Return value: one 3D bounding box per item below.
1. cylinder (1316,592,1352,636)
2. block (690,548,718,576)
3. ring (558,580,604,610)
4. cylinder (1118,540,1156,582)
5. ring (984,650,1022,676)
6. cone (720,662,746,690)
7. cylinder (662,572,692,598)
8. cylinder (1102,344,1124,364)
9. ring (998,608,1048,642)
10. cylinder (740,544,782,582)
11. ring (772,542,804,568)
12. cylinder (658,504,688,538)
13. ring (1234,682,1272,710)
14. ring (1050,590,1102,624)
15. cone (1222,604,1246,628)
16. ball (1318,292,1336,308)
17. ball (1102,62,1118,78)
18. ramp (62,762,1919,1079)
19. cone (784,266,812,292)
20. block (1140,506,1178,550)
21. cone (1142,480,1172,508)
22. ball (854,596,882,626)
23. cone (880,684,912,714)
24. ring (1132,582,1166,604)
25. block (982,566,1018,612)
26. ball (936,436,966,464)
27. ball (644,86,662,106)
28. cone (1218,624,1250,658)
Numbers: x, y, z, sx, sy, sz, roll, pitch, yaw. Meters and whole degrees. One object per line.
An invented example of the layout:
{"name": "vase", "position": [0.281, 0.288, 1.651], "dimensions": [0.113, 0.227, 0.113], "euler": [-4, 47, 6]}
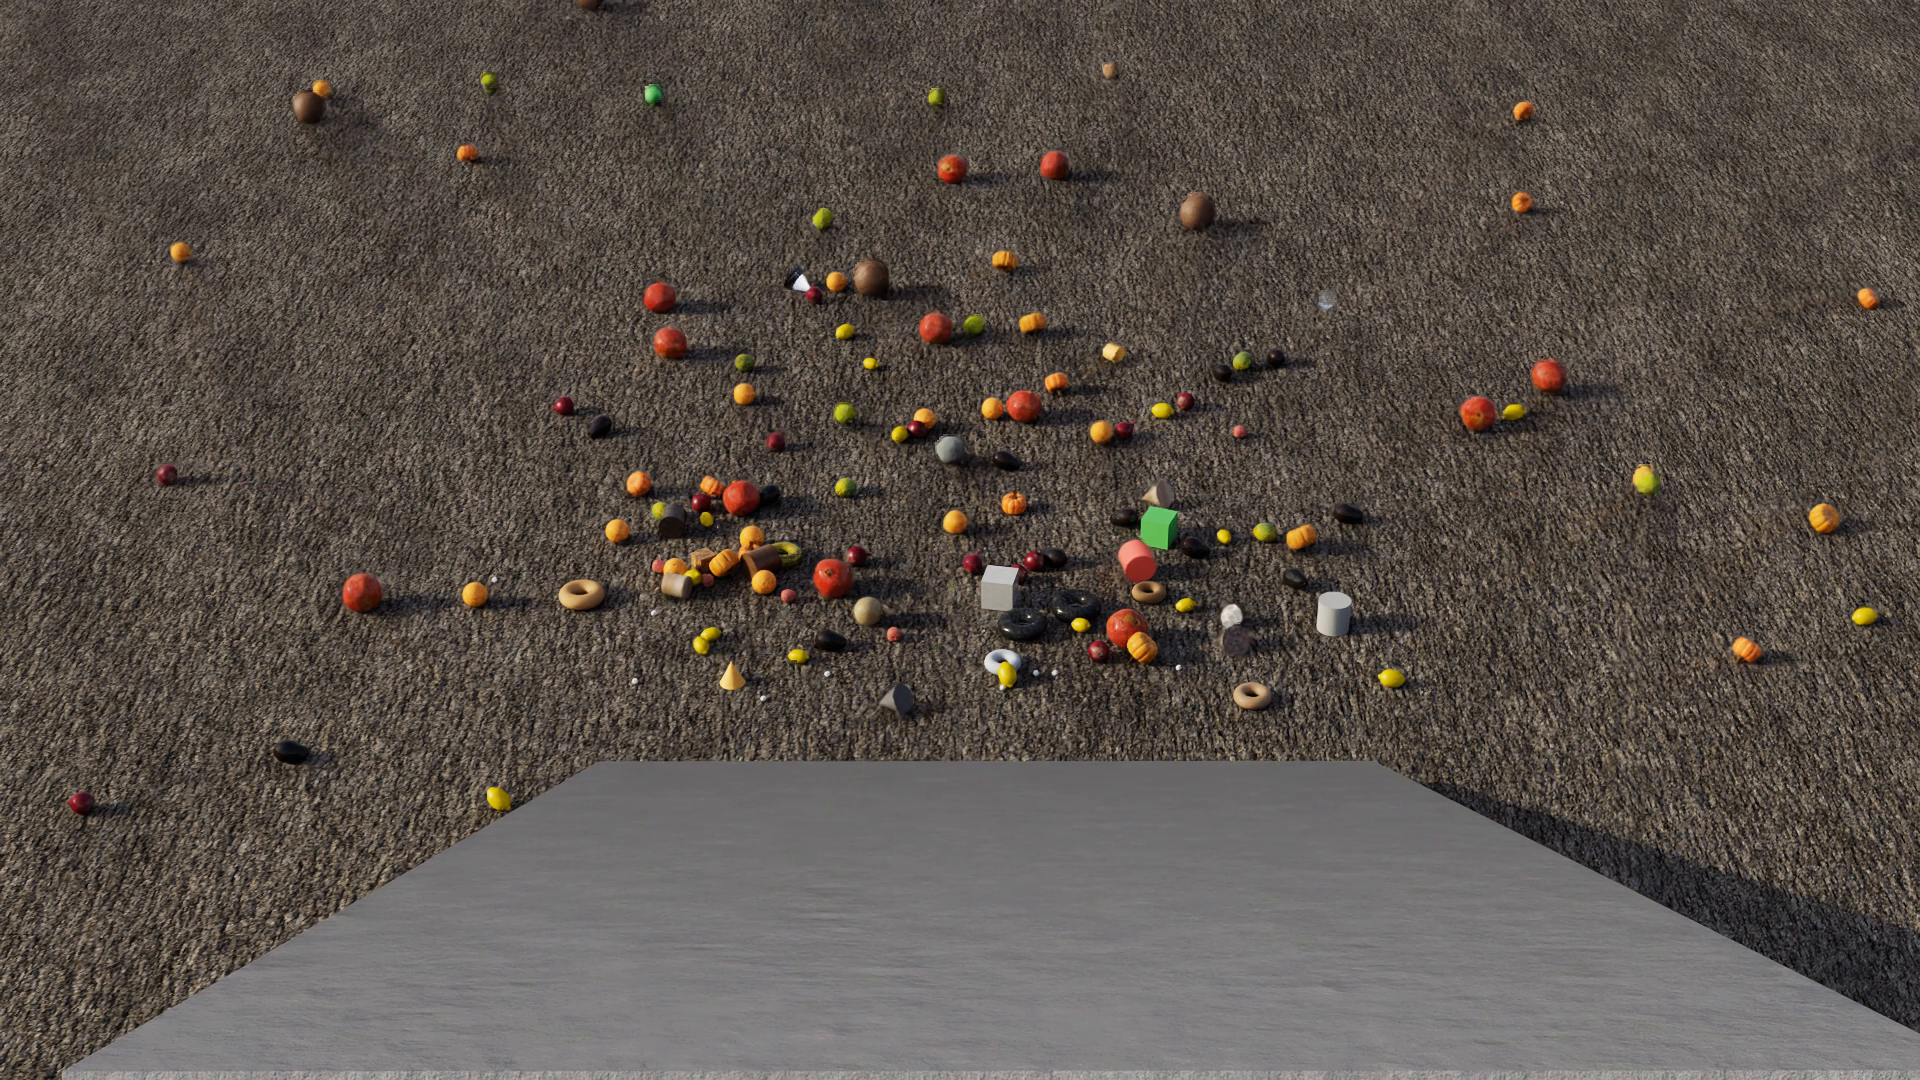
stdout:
{"name": "cylinder", "position": [1.063, 0.210, 7.362], "dimensions": [0.092, 0.092, 0.092], "euler": [0, 31, 0]}
{"name": "block", "position": [-0.756, 0.064, 7.644], "dimensions": [0.055, 0.055, 0.055], "euler": [-22, 37, -32]}
{"name": "ring", "position": [-1.095, 0.158, 7.496], "dimensions": [0.134, 0.045, 0.134], "euler": [-1, 29, 0]}
{"name": "cylinder", "position": [0.520, 0.063, 7.609], "dimensions": [0.093, 0.093, 0.093], "euler": [-5, 31, -8]}
{"name": "ring", "position": [0.120, 0.341, 7.201], "dimensions": [0.104, 0.035, 0.104], "euler": [0, 32, 0]}
{"name": "cone", "position": [-0.628, 0.363, 7.128], "dimensions": [0.070, 0.070, 0.070], "euler": [0, 31, 0]}
{"name": "cylinder", "position": [-0.822, 0.132, 7.517], "dimensions": [0.068, 0.068, 0.068], "euler": [10, 32, 17]}
{"name": "cylinder", "position": [0.522, -0.636, 8.819], "dimensions": [0.052, 0.052, 0.052], "euler": [-25, 39, -36]}
{"name": "ring", "position": [0.177, 0.241, 7.356], "dimensions": [0.143, 0.048, 0.143], "euler": [-1, 30, 0]}
{"name": "cylinder", "position": [-0.586, 0.067, 7.608], "dimensions": [0.088, 0.088, 0.088], "euler": [-23, 38, -33]}
{"name": "ring", "position": [-0.525, 0.045, 7.693], "dimensions": [0.117, 0.039, 0.117], "euler": [1, 30, 0]}
{"name": "cylinder", "position": [-0.867, -0.056, 7.824], "dimensions": [0.077, 0.077, 0.077], "euler": [1, 31, 2]}
{"name": "ring", "position": [0.798, 0.425, 7.059], "dimensions": [0.106, 0.035, 0.106], "euler": [-1, 32, 0]}
{"name": "ring", "position": [0.333, 0.191, 7.438], "dimensions": [0.147, 0.049, 0.147], "euler": [1, 31, -1]}
{"name": "cone", "position": [0.797, 0.221, 7.404], "dimensions": [0.071, 0.071, 0.071], "euler": [29, 15, 39]}
{"name": "ball", "position": [1.300, -0.850, 9.172], "dimensions": [0.059, 0.059, 0.059], "euler": [0, 31, 0]}
{"name": "ball", "position": [0.645, -2.014, 11.115], "dimensions": [0.067, 0.067, 0.067], "euler": [0, 31, 0]}
{"name": "ramp", "position": [0.069, 0.610, 4.681], "dimensions": [2.000, 0.100, 4.000], "euler": [0, 0, 0]}
{"name": "cone", "position": [-0.565, -0.916, 9.298], "dimensions": [0.097, 0.097, 0.097], "euler": [38, 41, 9]}
{"name": "block", "position": [0.598, -0.037, 7.782], "dimensions": [0.087, 0.087, 0.087], "euler": [12, 33, 19]}
{"name": "cone", "position": [0.595, -0.133, 7.989], "dimensions": [0.087, 0.087, 0.087], "euler": [-12, 20, 37]}
{"name": "ball", "position": [-0.262, 0.203, 7.382], "dimensions": [0.084, 0.084, 0.084], "euler": [0, 31, 0]}
{"name": "cone", "position": [-0.190, 0.439, 7.032], "dimensions": [0.083, 0.083, 0.083], "euler": [-14, 21, 32]}
{"name": "ring", "position": [0.548, 0.153, 7.518], "dimensions": [0.098, 0.033, 0.098], "euler": [-1, 31, 1]}
{"name": "block", "position": [0.116, 0.140, 7.482], "dimensions": [0.092, 0.092, 0.092], "euler": [6, 31, 10]}
{"name": "ball", "position": [-0.028, -0.284, 8.193], "dimensions": [0.091, 0.091, 0.091], "euler": [0, 31, 0]}
{"name": "ball", "position": [-1.283, -1.859, 10.845], "dimensions": [0.077, 0.077, 0.077], "euler": [0, 31, 0]}
{"name": "cone", "position": [0.753, 0.282, 7.292], "dimensions": [0.092, 0.092, 0.092], "euler": [-17, 8, -27]}
